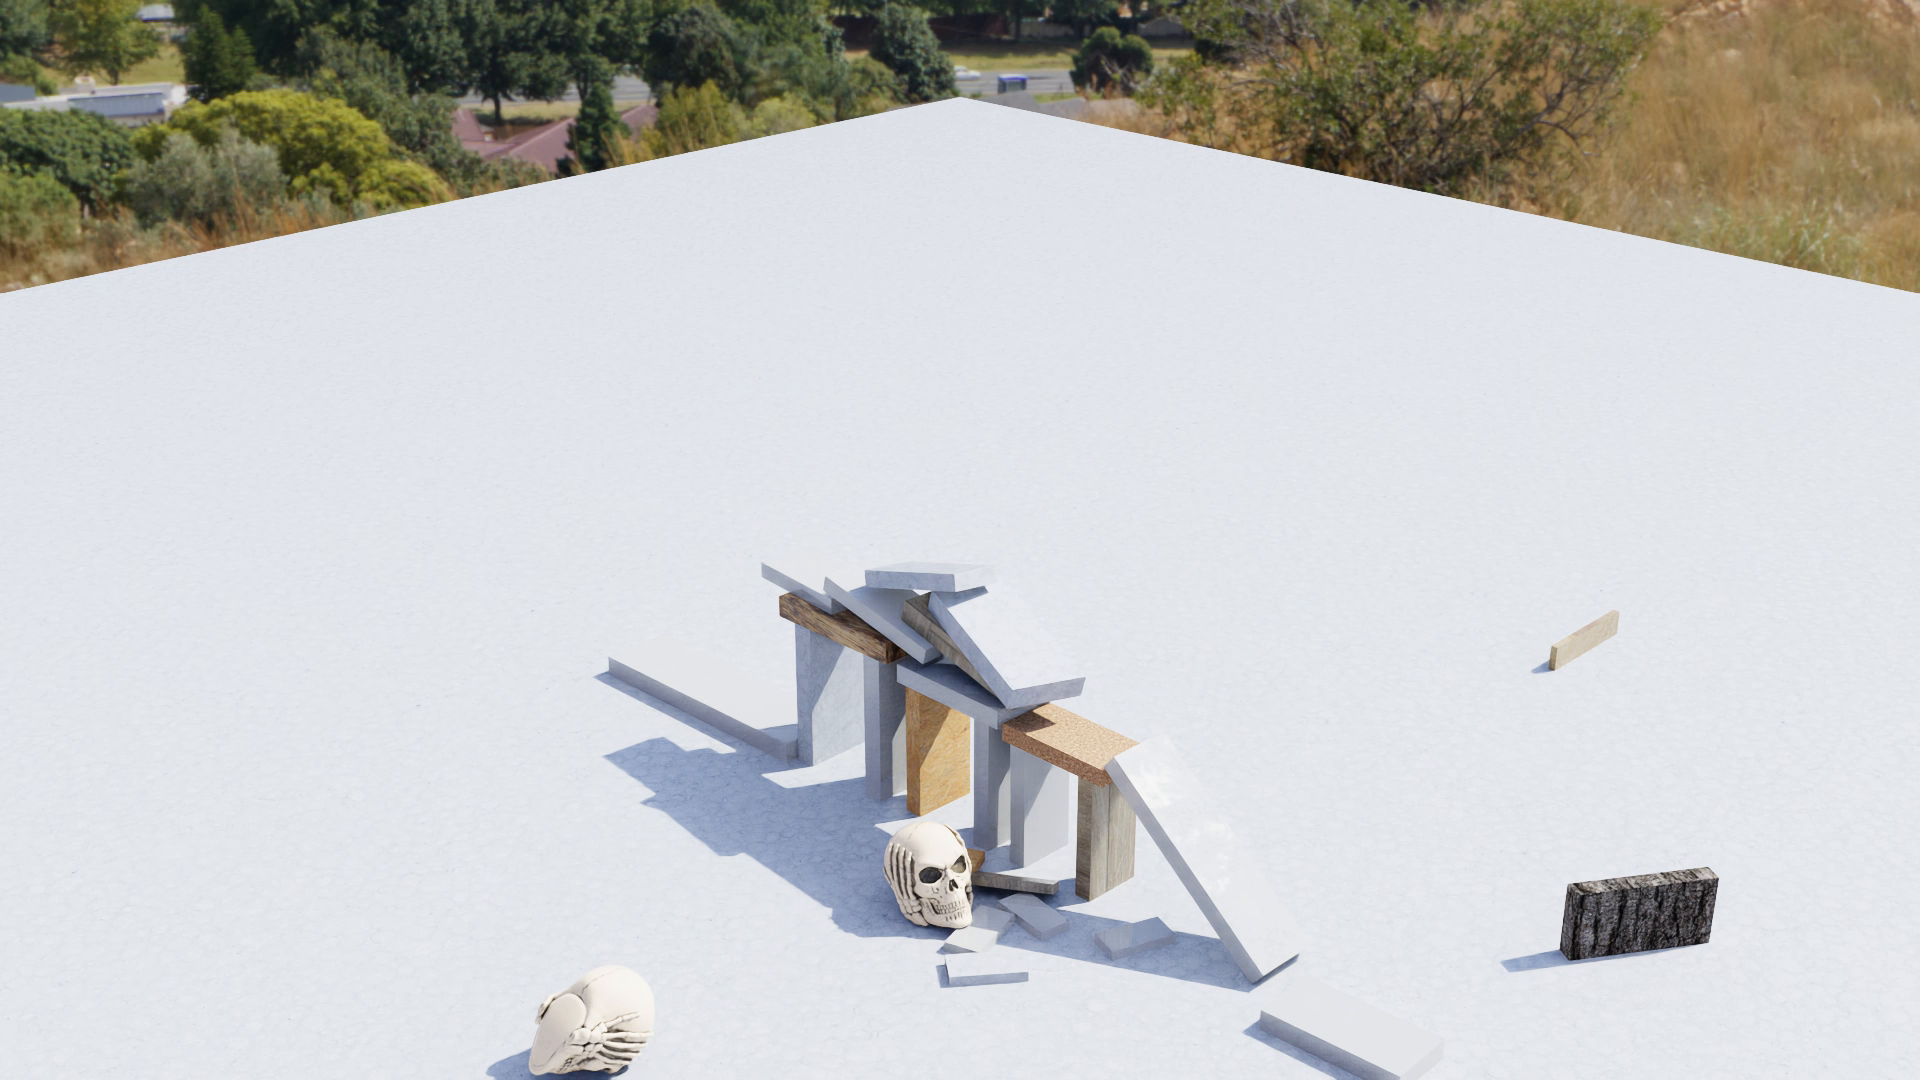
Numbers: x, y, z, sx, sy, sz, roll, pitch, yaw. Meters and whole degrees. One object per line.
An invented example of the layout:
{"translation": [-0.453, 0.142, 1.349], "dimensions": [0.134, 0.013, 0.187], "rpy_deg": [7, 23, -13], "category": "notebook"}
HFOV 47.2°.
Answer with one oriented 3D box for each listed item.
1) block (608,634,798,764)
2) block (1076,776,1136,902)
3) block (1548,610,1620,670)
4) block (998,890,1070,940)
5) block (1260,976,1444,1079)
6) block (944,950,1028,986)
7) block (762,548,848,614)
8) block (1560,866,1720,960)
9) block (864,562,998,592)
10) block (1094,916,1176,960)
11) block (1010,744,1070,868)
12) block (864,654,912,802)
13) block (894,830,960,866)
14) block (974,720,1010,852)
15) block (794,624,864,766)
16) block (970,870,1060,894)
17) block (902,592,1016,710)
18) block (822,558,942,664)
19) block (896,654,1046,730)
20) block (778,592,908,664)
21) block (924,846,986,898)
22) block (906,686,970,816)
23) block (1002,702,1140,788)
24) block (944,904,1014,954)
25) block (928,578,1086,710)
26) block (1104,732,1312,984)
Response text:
{"translation": [-0.528, 0.346, 4.887], "dimensions": [0.606, 0.046, 0.163], "rpy_deg": [21, 30, 40], "category": "block"}
{"translation": [0.277, 0.543, 4.153], "dimensions": [0.128, 0.256, 0.036], "rpy_deg": [-21, 31, -41], "category": "block"}
{"translation": [1.459, 0.233, 5.137], "dimensions": [0.017, 0.059, 0.279], "rpy_deg": [21, 31, 41], "category": "block"}
{"translation": [0.137, 0.698, 4.092], "dimensions": [0.066, 0.019, 0.132], "rpy_deg": [-16, 28, -33], "category": "block"}
{"translation": [0.664, 0.839, 3.734], "dimensions": [0.277, 0.039, 0.139], "rpy_deg": [20, 30, 38], "category": "block"}
{"translation": [0.047, 0.765, 3.932], "dimensions": [0.142, 0.020, 0.071], "rpy_deg": [-3, 23, -6], "category": "block"}
{"translation": [-0.293, 0.084, 4.580], "dimensions": [0.122, 0.035, 0.245], "rpy_deg": [-18, 29, -36], "category": "block"}
{"translation": [1.231, 0.677, 3.987], "dimensions": [0.277, 0.139, 0.039], "rpy_deg": [-5, 23, -11], "category": "block"}
{"translation": [-0.059, 0.072, 4.359], "dimensions": [0.245, 0.035, 0.122], "rpy_deg": [2, 9, 43], "category": "block"}
{"translation": [0.320, 0.728, 4.021], "dimensions": [0.132, 0.019, 0.066], "rpy_deg": [-11, 25, -23], "category": "block"}
{"translation": [0.155, 0.495, 4.266], "dimensions": [0.128, 0.257, 0.036], "rpy_deg": [-21, 30, -41], "category": "block"}
{"translation": [-0.121, 0.359, 4.502], "dimensions": [0.161, 0.321, 0.046], "rpy_deg": [-21, 31, -41], "category": "block"}
{"translation": [-0.066, 0.604, 4.317], "dimensions": [0.117, 0.017, 0.058], "rpy_deg": [-16, 27, -32], "category": "block"}
{"translation": [0.091, 0.457, 4.323], "dimensions": [0.040, 0.282, 0.141], "rpy_deg": [21, 31, 41], "category": "block"}
{"translation": [-0.270, 0.301, 4.640], "dimensions": [0.046, 0.321, 0.161], "rpy_deg": [21, 31, 39], "category": "block"}
{"translation": [0.103, 0.650, 4.171], "dimensions": [0.161, 0.019, 0.066], "rpy_deg": [5, -2, 12], "category": "block"}
{"translation": [0.055, 0.201, 4.305], "dimensions": [0.163, 0.046, 0.327], "rpy_deg": [-19, 44, -40], "category": "block"}
{"translation": [-0.130, 0.140, 4.410], "dimensions": [0.290, 0.035, 0.122], "rpy_deg": [35, 39, 31], "category": "block"}
{"translation": [0.024, 0.285, 4.318], "dimensions": [0.141, 0.040, 0.282], "rpy_deg": [-21, 31, -40], "category": "block"}
{"translation": [-0.204, 0.159, 4.504], "dimensions": [0.321, 0.046, 0.161], "rpy_deg": [21, 31, 40], "category": "block"}
{"translation": [-0.009, 0.637, 4.234], "dimensions": [0.071, 0.020, 0.142], "rpy_deg": [8, 24, 18], "category": "block"}
{"translation": [-0.043, 0.405, 4.445], "dimensions": [0.141, 0.282, 0.040], "rpy_deg": [-21, 31, -40], "category": "block"}
{"translation": [0.217, 0.384, 4.151], "dimensions": [0.128, 0.036, 0.256], "rpy_deg": [-21, 31, -40], "category": "block"}
{"translation": [0.036, 0.721, 4.037], "dimensions": [0.071, 0.020, 0.142], "rpy_deg": [12, 26, 26], "category": "block"}
{"translation": [0.087, 0.196, 4.238], "dimensions": [0.163, 0.046, 0.327], "rpy_deg": [-8, 38, -29], "category": "block"}
{"translation": [0.448, 0.572, 3.994], "dimensions": [0.139, 0.039, 0.468], "rpy_deg": [-21, 70, -40], "category": "block"}
